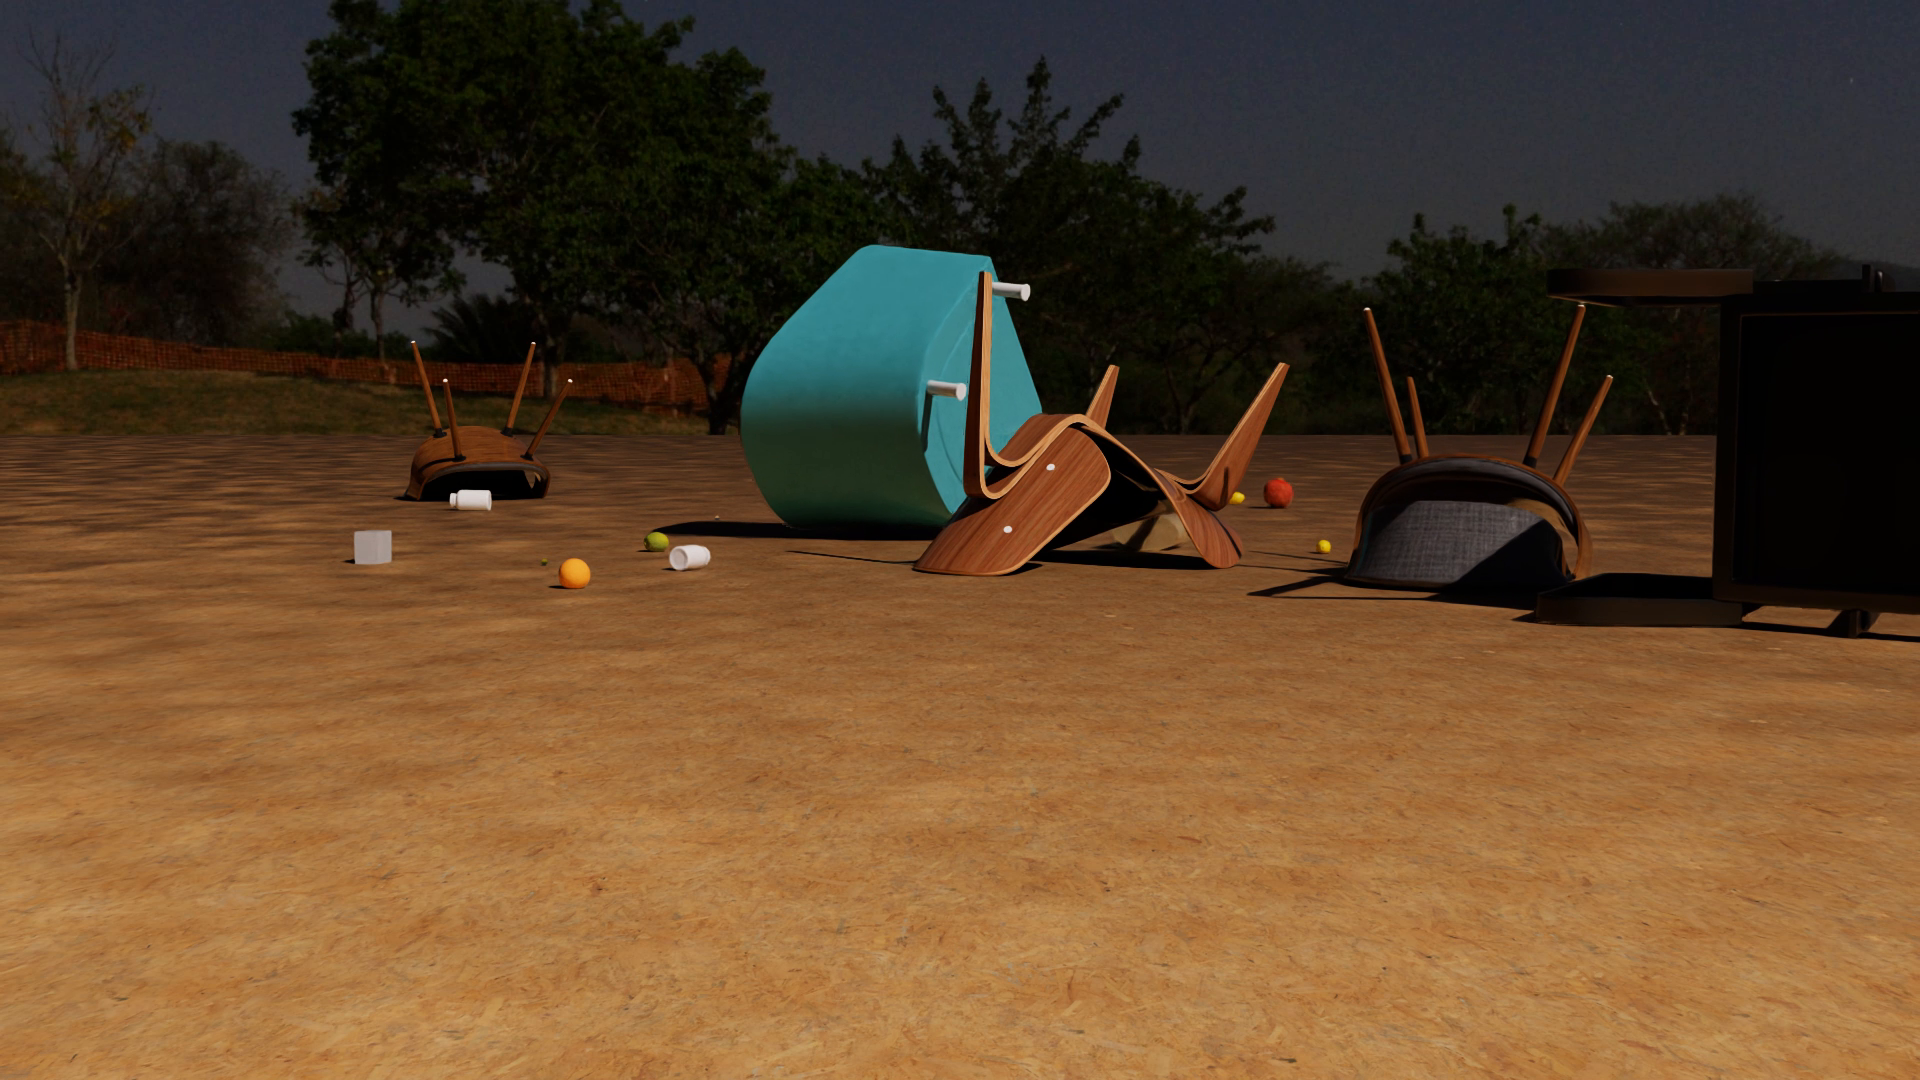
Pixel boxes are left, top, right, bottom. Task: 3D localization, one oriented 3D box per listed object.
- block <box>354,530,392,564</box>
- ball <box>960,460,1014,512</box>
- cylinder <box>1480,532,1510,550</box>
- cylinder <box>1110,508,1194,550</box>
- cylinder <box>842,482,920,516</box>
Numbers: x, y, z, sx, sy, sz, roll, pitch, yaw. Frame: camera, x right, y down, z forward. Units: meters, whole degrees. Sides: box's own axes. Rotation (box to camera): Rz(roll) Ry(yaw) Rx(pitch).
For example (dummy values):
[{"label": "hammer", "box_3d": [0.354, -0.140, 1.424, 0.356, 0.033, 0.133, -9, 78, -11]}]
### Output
[{"label": "block", "box_3d": [-1.518, 0.018, 5.689, 0.062, 0.082, 0.085, 1, 4, 10]}, {"label": "ball", "box_3d": [0.099, -0.199, 8.043, 0.192, 0.192, 0.192, 0, 4, 0]}, {"label": "cylinder", "box_3d": [1.494, 0.002, 6.136, 0.080, 0.051, 0.061, 1, 4, 20]}, {"label": "cylinder", "box_3d": [0.544, -0.031, 6.197, 0.194, 0.107, 0.193, 8, 6, 19]}, {"label": "cylinder", "box_3d": [-0.280, -0.146, 7.829, 0.256, 0.116, 0.113, -2, 15, -22]}]
